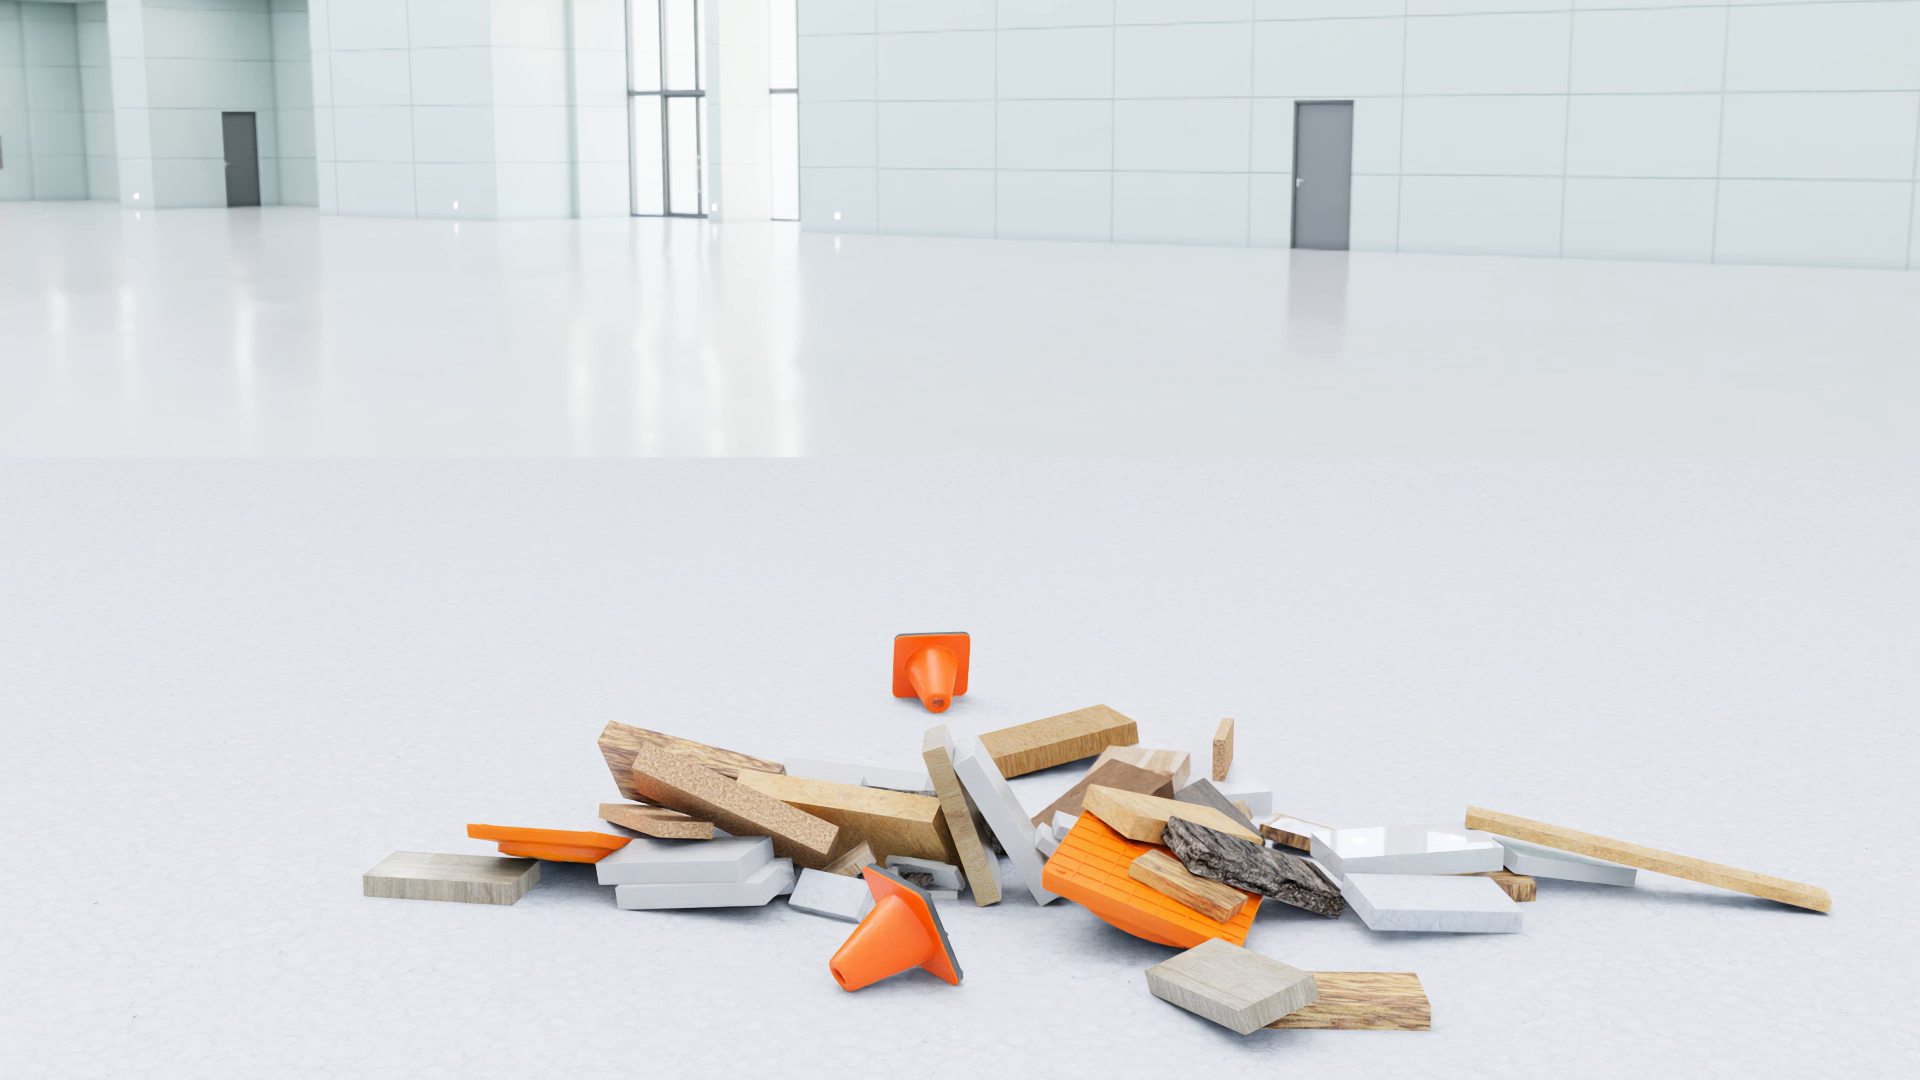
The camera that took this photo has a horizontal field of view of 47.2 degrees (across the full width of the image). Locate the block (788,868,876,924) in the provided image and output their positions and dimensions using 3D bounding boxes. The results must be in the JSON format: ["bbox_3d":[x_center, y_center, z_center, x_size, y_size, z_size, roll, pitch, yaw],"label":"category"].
[{"bbox_3d":[-0.208,0.577,3.574,0.132,0.019,0.066,6,57,31],"label":"block"}]

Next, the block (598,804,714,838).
[{"bbox_3d":[-0.535,0.489,3.837,0.093,0.026,0.442,5,-4,-22],"label":"block"}]

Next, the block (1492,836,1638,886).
[{"bbox_3d":[1.022,0.545,3.730,0.217,0.031,0.108,8,9,-11],"label":"block"}]

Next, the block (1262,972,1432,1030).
[{"bbox_3d":[0.539,0.664,3.172,0.257,0.036,0.128,0,11,2],"label":"block"}]

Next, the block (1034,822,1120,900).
[{"bbox_3d":[0.195,0.535,3.662,0.158,0.022,0.079,36,10,-5],"label":"block"}]

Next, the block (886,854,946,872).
[{"bbox_3d":[-0.070,0.558,3.705,0.104,0.052,0.015,4,47,20],"label":"block"}]

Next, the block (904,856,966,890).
[{"bbox_3d":[-0.041,0.555,3.656,0.096,0.048,0.014,6,48,30],"label":"block"}]

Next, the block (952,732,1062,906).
[{"bbox_3d":[0.079,0.462,3.652,0.039,0.277,0.139,-31,8,7],"label":"block"}]

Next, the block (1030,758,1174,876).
[{"bbox_3d":[0.237,0.485,3.878,0.139,0.039,0.277,15,35,41],"label":"block"}]

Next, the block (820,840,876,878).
[{"bbox_3d":[-0.201,0.551,3.641,0.132,0.019,0.066,-34,13,0],"label":"block"}]

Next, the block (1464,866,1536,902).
[{"bbox_3d":[0.839,0.573,3.674,0.217,0.031,0.108,-1,11,-5],"label":"block"}]

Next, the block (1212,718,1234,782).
[{"bbox_3d":[0.505,0.401,4.216,0.023,0.081,0.161,2,11,13],"label":"block"}]

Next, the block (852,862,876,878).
[{"bbox_3d":[-0.189,0.554,3.677,0.103,0.015,0.052,-33,14,-2],"label":"block"}]

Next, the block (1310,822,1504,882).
[{"bbox_3d":[0.737,0.514,3.634,0.280,0.040,0.140,-2,11,-12],"label":"block"}]

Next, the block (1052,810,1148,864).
[{"bbox_3d":[0.234,0.501,3.687,0.158,0.022,0.079,20,10,-5],"label":"block"}]

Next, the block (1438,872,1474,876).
[{"bbox_3d":[0.740,0.541,3.679,0.217,0.031,0.108,-5,12,-24],"label":"block"}]

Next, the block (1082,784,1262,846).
[{"bbox_3d":[0.356,0.473,3.681,0.280,0.040,0.140,15,8,-33],"label":"block"}]

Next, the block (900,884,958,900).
[{"bbox_3d":[-0.052,0.584,3.666,0.096,0.014,0.048,0,11,3],"label":"block"}]

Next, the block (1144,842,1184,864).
[{"bbox_3d":[0.356,0.549,3.825,0.161,0.023,0.081,2,11,9],"label":"block"}]

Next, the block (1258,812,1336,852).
[{"bbox_3d":[0.623,0.525,3.885,0.172,0.024,0.086,13,13,26],"label":"block"}]

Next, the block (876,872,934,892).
[{"bbox_3d":[-0.096,0.570,3.659,0.096,0.014,0.048,-7,13,41],"label":"block"}]

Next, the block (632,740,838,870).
[{"bbox_3d":[-0.375,0.453,3.694,0.352,0.050,0.176,23,-20,5],"label":"block"}]

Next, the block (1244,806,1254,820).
[{"bbox_3d":[0.462,0.516,3.930,0.081,0.023,0.161,-17,3,25],"label":"block"}]

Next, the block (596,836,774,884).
[{"bbox_3d":[-0.453,0.528,3.629,0.260,0.037,0.130,-4,9,22],"label":"block"}]

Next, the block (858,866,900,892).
[{"bbox_3d":[-0.151,0.571,3.657,0.104,0.015,0.052,-16,10,2],"label":"block"}]

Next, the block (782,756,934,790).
[{"bbox_3d":[-0.175,0.464,3.972,0.283,0.142,0.040,4,50,22],"label":"block"}]

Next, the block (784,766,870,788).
[{"bbox_3d":[-0.287,0.466,3.961,0.283,0.142,0.040,5,49,23],"label":"block"}]

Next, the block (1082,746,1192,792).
[{"bbox_3d":[0.301,0.469,4.040,0.161,0.046,0.322,2,20,23],"label":"block"}]

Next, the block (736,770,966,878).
[{"bbox_3d":[-0.187,0.488,3.751,0.385,0.176,0.050,5,49,25],"label":"block"}]

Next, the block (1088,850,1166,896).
[{"bbox_3d":[0.292,0.550,3.671,0.158,0.022,0.079,21,10,-1],"label":"block"}]

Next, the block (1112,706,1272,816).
[{"bbox_3d":[0.424,0.436,4.374,0.161,0.046,0.639,-3,11,-14],"label":"block"}]

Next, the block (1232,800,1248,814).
[{"bbox_3d":[0.433,0.499,3.959,0.151,0.021,0.076,-15,4,38],"label":"block"}]

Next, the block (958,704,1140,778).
[{"bbox_3d":[0.177,0.405,4.409,0.322,0.046,0.161,-13,13,-19],"label":"block"}]

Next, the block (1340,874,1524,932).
[{"bbox_3d":[0.754,0.579,3.512,0.257,0.036,0.128,4,16,-14],"label":"block"}]

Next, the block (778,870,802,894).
[{"bbox_3d":[-0.331,0.573,3.659,0.132,0.019,0.066,-6,9,11],"label":"block"}]

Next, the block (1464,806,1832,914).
[{"bbox_3d":[1.137,0.528,3.656,0.588,0.021,0.076,12,8,12],"label":"block"}]

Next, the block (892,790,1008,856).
[{"bbox_3d":[-0.054,0.492,3.827,0.284,0.142,0.040,0,50,3],"label":"block"}]

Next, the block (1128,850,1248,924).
[{"bbox_3d":[0.357,0.542,3.446,0.172,0.024,0.086,24,16,24],"label":"block"}]

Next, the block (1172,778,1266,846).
[{"bbox_3d":[0.444,0.493,3.851,0.086,0.024,0.220,-26,28,-11],"label":"block"}]

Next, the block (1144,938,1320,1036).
[{"bbox_3d":[0.387,0.636,3.151,0.128,0.036,0.257,-20,11,-23],"label":"block"}]

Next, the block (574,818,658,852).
[{"bbox_3d":[-0.581,0.530,3.920,0.186,0.026,0.093,2,11,13],"label":"block"}]

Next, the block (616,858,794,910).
[{"bbox_3d":[-0.418,0.564,3.610,0.260,0.037,0.130,-5,9,19],"label":"block"}]

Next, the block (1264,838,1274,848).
[{"bbox_3d":[0.504,0.548,3.837,0.076,0.021,0.151,2,11,11],"label":"block"}]

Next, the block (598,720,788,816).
[{"bbox_3d":[-0.464,0.433,3.940,0.352,0.176,0.050,12,52,21],"label":"block"}]

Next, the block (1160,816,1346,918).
[{"bbox_3d":[0.476,0.530,3.563,0.280,0.040,0.140,20,10,-20],"label":"block"}]

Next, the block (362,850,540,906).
[{"bbox_3d":[-0.852,0.567,3.692,0.260,0.037,0.130,2,11,10],"label":"block"}]

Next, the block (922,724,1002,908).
[{"bbox_3d":[0.004,0.454,3.648,0.039,0.277,0.139,-19,10,5],"label":"block"}]
